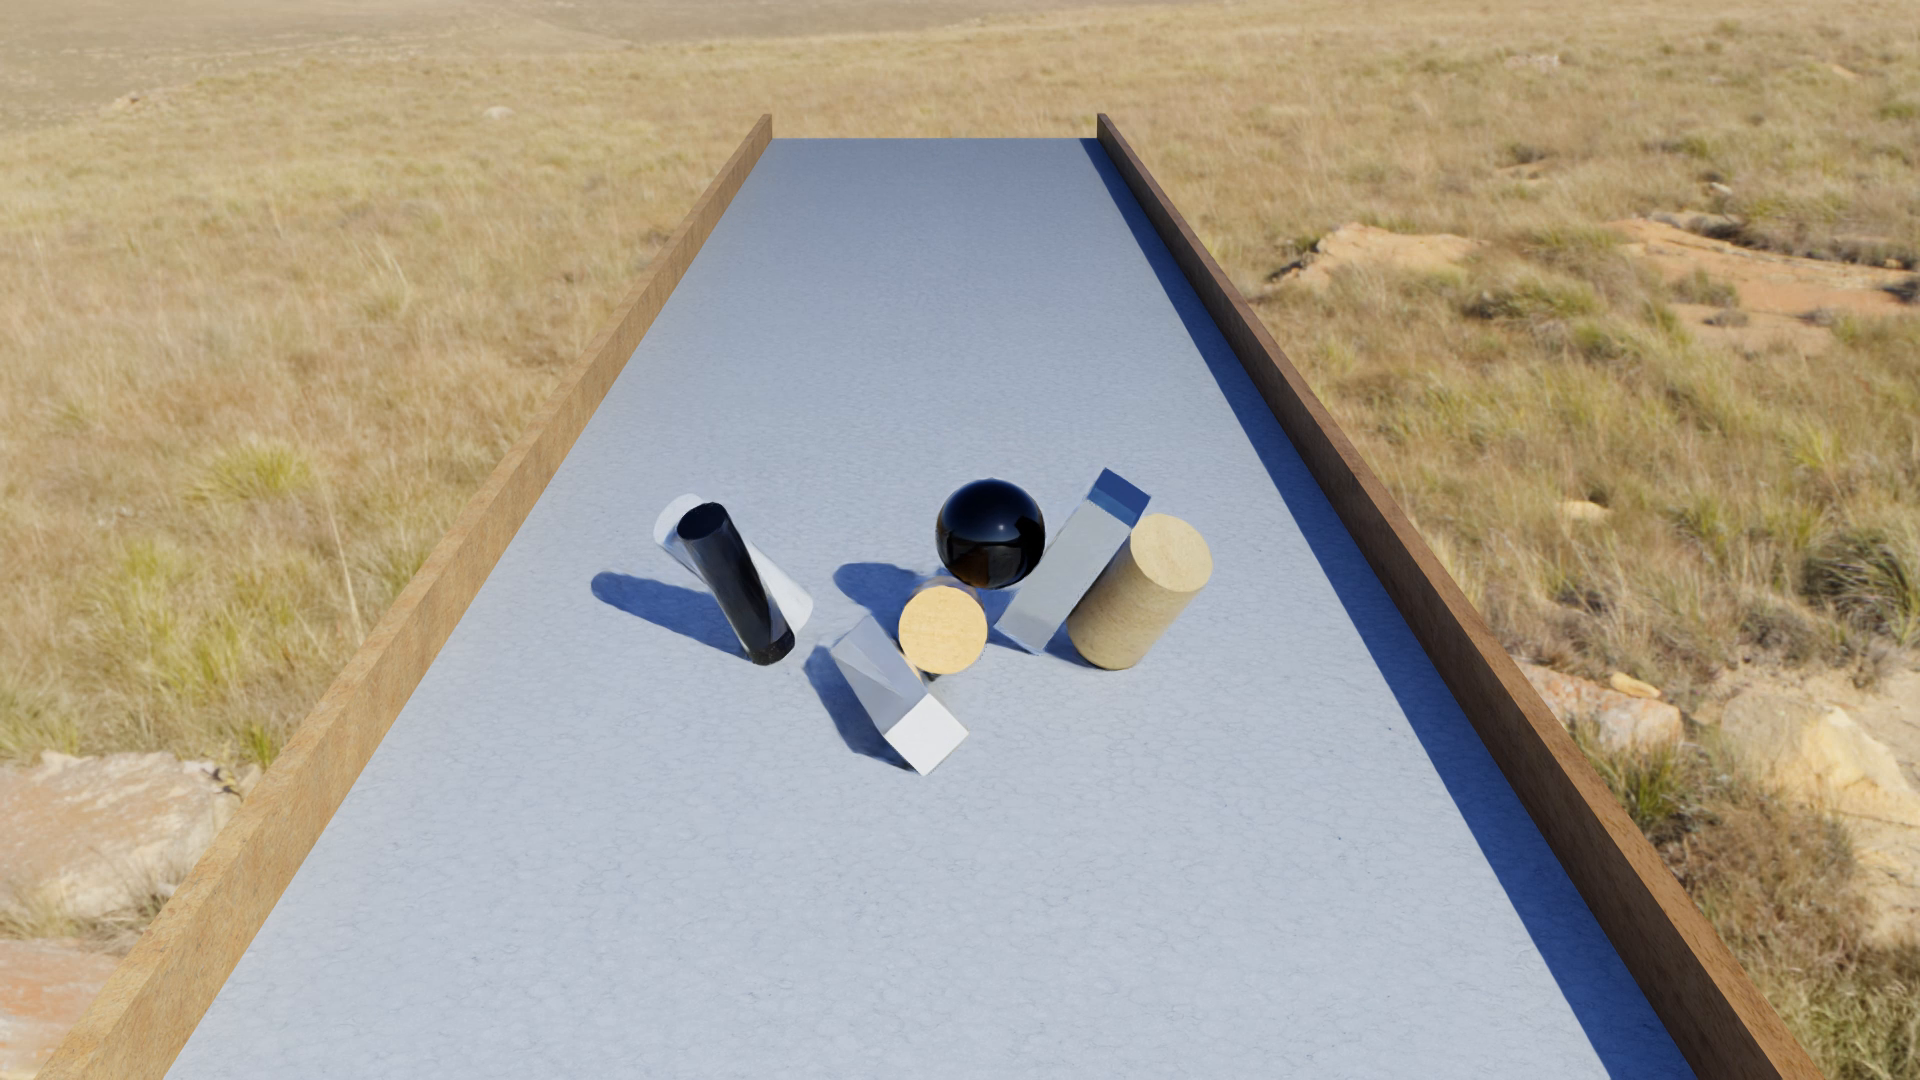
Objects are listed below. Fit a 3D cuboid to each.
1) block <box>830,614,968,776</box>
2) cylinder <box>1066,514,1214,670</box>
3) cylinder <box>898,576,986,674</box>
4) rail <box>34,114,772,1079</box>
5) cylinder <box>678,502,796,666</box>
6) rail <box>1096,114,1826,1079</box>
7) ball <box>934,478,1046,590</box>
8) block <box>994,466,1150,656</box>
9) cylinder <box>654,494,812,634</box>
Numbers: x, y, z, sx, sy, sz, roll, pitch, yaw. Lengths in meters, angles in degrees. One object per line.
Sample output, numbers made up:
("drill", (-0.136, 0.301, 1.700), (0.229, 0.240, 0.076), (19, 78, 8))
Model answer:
("block", (-0.118, 0.277, 4.026), (0.109, 0.109, 0.452), (-44, 22, 0))
("cylinder", (0.347, 0.104, 4.282), (0.174, 0.302, 0.174), (12, 53, -17))
("cylinder", (-0.031, 0.161, 4.262), (0.165, 0.165, 0.332), (0, 2, 0))
("rail", (-1.118, -0.838, 7.780), (0.050, 0.150, 12.000), (0, 17, -1))
("cylinder", (-0.435, 0.089, 4.306), (0.102, 0.353, 0.102), (-14, 40, 12))
("rail", (0.932, -0.844, 7.801), (0.050, 0.150, 12.000), (0, 17, -1))
("ball", (0.060, -0.012, 4.348), (0.220, 0.220, 0.220), (0, 17, 0))
("block", (0.217, 0.047, 4.325), (0.106, 0.424, 0.106), (33, 44, 0))
("cylinder", (-0.454, 0.057, 4.433), (0.124, 0.124, 0.365), (18, -20, 46))
